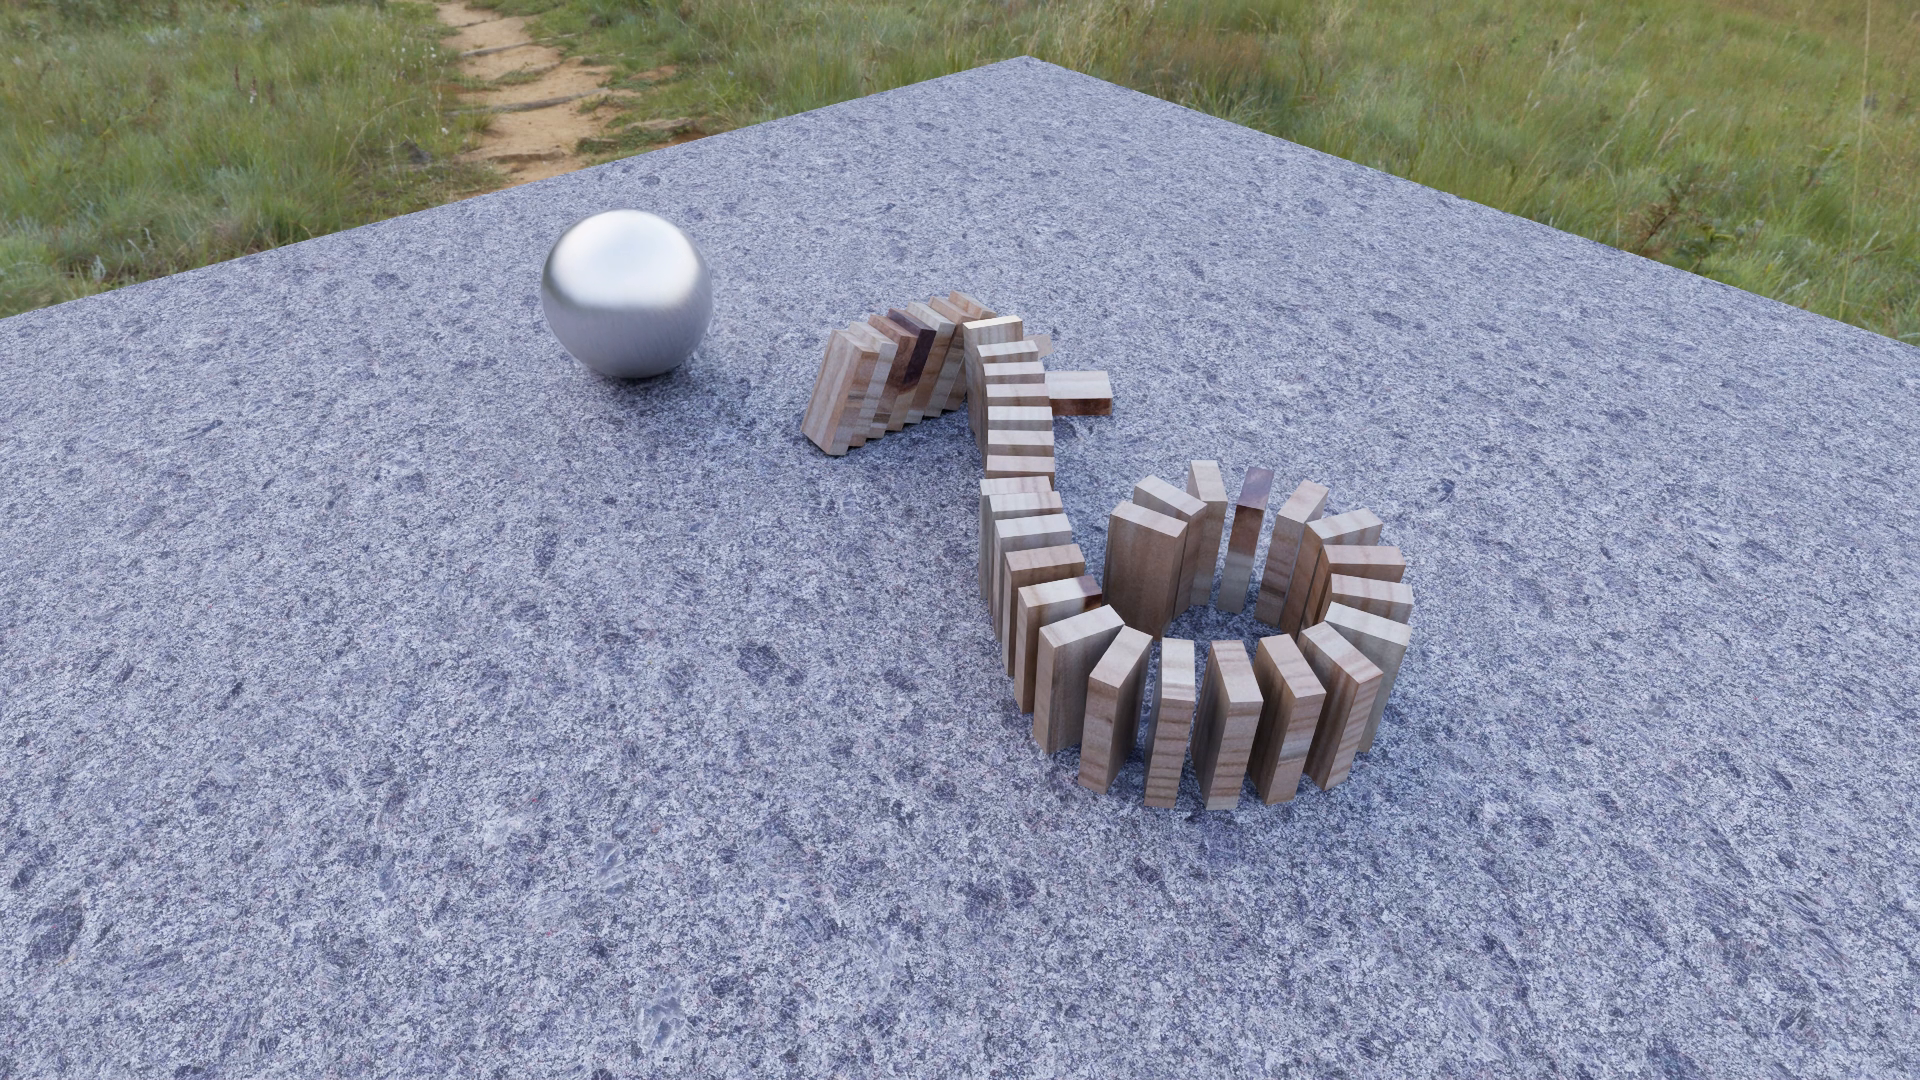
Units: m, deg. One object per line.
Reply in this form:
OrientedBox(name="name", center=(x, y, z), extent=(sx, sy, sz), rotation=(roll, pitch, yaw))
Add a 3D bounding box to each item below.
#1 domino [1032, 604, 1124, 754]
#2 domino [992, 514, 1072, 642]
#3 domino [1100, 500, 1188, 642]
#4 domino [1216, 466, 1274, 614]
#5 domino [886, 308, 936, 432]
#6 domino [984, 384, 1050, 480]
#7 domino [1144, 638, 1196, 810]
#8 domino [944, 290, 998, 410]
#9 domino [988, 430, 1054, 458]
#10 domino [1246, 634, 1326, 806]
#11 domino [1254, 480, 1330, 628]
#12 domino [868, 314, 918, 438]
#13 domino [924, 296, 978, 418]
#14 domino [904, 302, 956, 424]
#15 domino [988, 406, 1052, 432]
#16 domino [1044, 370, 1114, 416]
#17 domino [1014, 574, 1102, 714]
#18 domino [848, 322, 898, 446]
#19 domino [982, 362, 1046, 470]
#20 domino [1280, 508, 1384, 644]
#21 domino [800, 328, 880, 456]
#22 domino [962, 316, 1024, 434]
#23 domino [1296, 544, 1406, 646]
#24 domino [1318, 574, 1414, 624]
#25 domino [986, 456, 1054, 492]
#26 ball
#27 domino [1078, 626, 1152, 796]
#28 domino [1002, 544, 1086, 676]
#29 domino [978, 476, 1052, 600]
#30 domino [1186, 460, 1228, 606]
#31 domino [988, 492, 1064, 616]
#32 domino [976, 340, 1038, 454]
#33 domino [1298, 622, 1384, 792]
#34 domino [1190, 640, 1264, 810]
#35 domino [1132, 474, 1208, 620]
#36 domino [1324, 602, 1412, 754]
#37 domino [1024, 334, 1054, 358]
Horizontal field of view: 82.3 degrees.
OrientedBox(name="domino", center=(0.038, 0.046, 0.356), extent=(0.025, 0.050, 0.010), rotation=(-17, 42, -19))
OrientedBox(name="domino", center=(0.025, 0.014, 0.394), extent=(0.025, 0.050, 0.009), rotation=(-6, 40, -7))
OrientedBox(name="domino", center=(0.065, 0.012, 0.397), extent=(0.025, 0.050, 0.010), rotation=(21, 44, 24))
OrientedBox(name="domino", center=(0.106, 0.000, 0.411), extent=(0.010, 0.050, 0.025), rotation=(14, 41, 16))
OrientedBox(name="domino", center=(-0.030, -0.079, 0.508), extent=(0.010, 0.050, 0.025), rotation=(-1, 31, -44))
OrientedBox(name="domino", center=(0.023, -0.041, 0.462), extent=(0.025, 0.050, 0.009), rotation=(-1, 39, -1))
OrientedBox(name="domino", center=(0.065, 0.057, 0.341), extent=(0.010, 0.050, 0.025), rotation=(5, 40, 6))
OrientedBox(name="domino", center=(-0.002, -0.090, 0.522), extent=(0.009, 0.050, 0.025), rotation=(2, 30, -44))
OrientedBox(name="domino", center=(0.023, -0.020, 0.436), extent=(0.025, 0.050, 0.009), rotation=(1, 39, 2))
OrientedBox(name="domino", center=(0.099, 0.056, 0.343), extent=(0.009, 0.050, 0.025), rotation=(-8, 40, -9))
OrientedBox(name="domino", center=(0.122, 0.005, 0.405), extent=(0.010, 0.050, 0.025), rotation=(24, 45, 26))
OrientedBox(name="domino", center=(-0.038, -0.075, 0.503), extent=(0.010, 0.050, 0.025), rotation=(-1, 31, -44))
OrientedBox(name="domino", center=(-0.012, -0.086, 0.517), extent=(0.010, 0.050, 0.025), rotation=(1, 30, -44))
OrientedBox(name="domino", center=(-0.021, -0.083, 0.513), extent=(0.010, 0.050, 0.025), rotation=(-1, 31, -44))
OrientedBox(name="domino", center=(0.024, -0.031, 0.449), extent=(0.025, 0.050, 0.009), rotation=(0, 39, 0))
OrientedBox(name="domino", center=(0.047, -0.071, 0.530), extent=(0.050, 0.010, 0.025), rotation=(-1, 39, -1))
OrientedBox(name="domino", center=(0.032, 0.036, 0.368), extent=(0.025, 0.050, 0.009), rotation=(-10, 40, -12))
OrientedBox(name="domino", center=(-0.046, -0.071, 0.498), extent=(0.009, 0.050, 0.025), rotation=(-1, 31, -44))
OrientedBox(name="domino", center=(0.023, -0.052, 0.475), extent=(0.025, 0.050, 0.010), rotation=(-3, 39, -3))
OrientedBox(name="domino", center=(0.133, 0.013, 0.395), extent=(0.025, 0.050, 0.009), rotation=(-13, 41, -15))
OrientedBox(name="domino", center=(-0.054, -0.066, 0.493), extent=(0.010, 0.050, 0.025), rotation=(-1, 31, -44))
OrientedBox(name="domino", center=(0.016, -0.075, 0.503), extent=(0.025, 0.050, 0.010), rotation=(-11, 29, -14))
OrientedBox(name="domino", center=(0.135, 0.024, 0.382), extent=(0.025, 0.050, 0.010), rotation=(1, 39, 2))
OrientedBox(name="domino", center=(0.132, 0.035, 0.369), extent=(0.025, 0.050, 0.009), rotation=(8, 40, 10))
OrientedBox(name="domino", center=(0.023, -0.009, 0.422), extent=(0.025, 0.050, 0.009), rotation=(2, 39, 2))
OrientedBox(name="ball", center=(-0.160, -0.118, 0.532), extent=(0.080, 0.080, 0.080), rotation=(0, 39, 0))
OrientedBox(name="domino", center=(0.048, 0.054, 0.345), extent=(0.010, 0.050, 0.025), rotation=(21, 44, 23))
OrientedBox(name="domino", center=(0.028, 0.025, 0.381), extent=(0.025, 0.050, 0.010), rotation=(-7, 40, -9))
OrientedBox(name="domino", center=(0.020, 0.000, 0.412), extent=(0.025, 0.050, 0.010), rotation=(-3, 39, -4))
OrientedBox(name="domino", center=(0.090, -0.002, 0.414), extent=(0.010, 0.050, 0.025), rotation=(1, 39, 1))
OrientedBox(name="domino", center=(0.023, 0.006, 0.405), extent=(0.025, 0.050, 0.009), rotation=(-4, 39, -4))
OrientedBox(name="domino", center=(0.020, -0.063, 0.488), extent=(0.025, 0.050, 0.009), rotation=(-7, 40, -9))
OrientedBox(name="domino", center=(0.115, 0.053, 0.347), extent=(0.009, 0.050, 0.025), rotation=(-19, 43, -21))
OrientedBox(name="domino", center=(0.082, 0.058, 0.341), extent=(0.009, 0.050, 0.025), rotation=(-2, 39, -2))
OrientedBox(name="domino", center=(0.075, 0.003, 0.408), extent=(0.009, 0.050, 0.025), rotation=(-31, 49, -32))
OrientedBox(name="domino", center=(0.127, 0.045, 0.356), extent=(0.025, 0.050, 0.009), rotation=(19, 43, 21))
OrientedBox(name="domino", center=(0.019, -0.089, 0.544), extent=(0.050, 0.010, 0.025), rotation=(-27, 20, -29))
